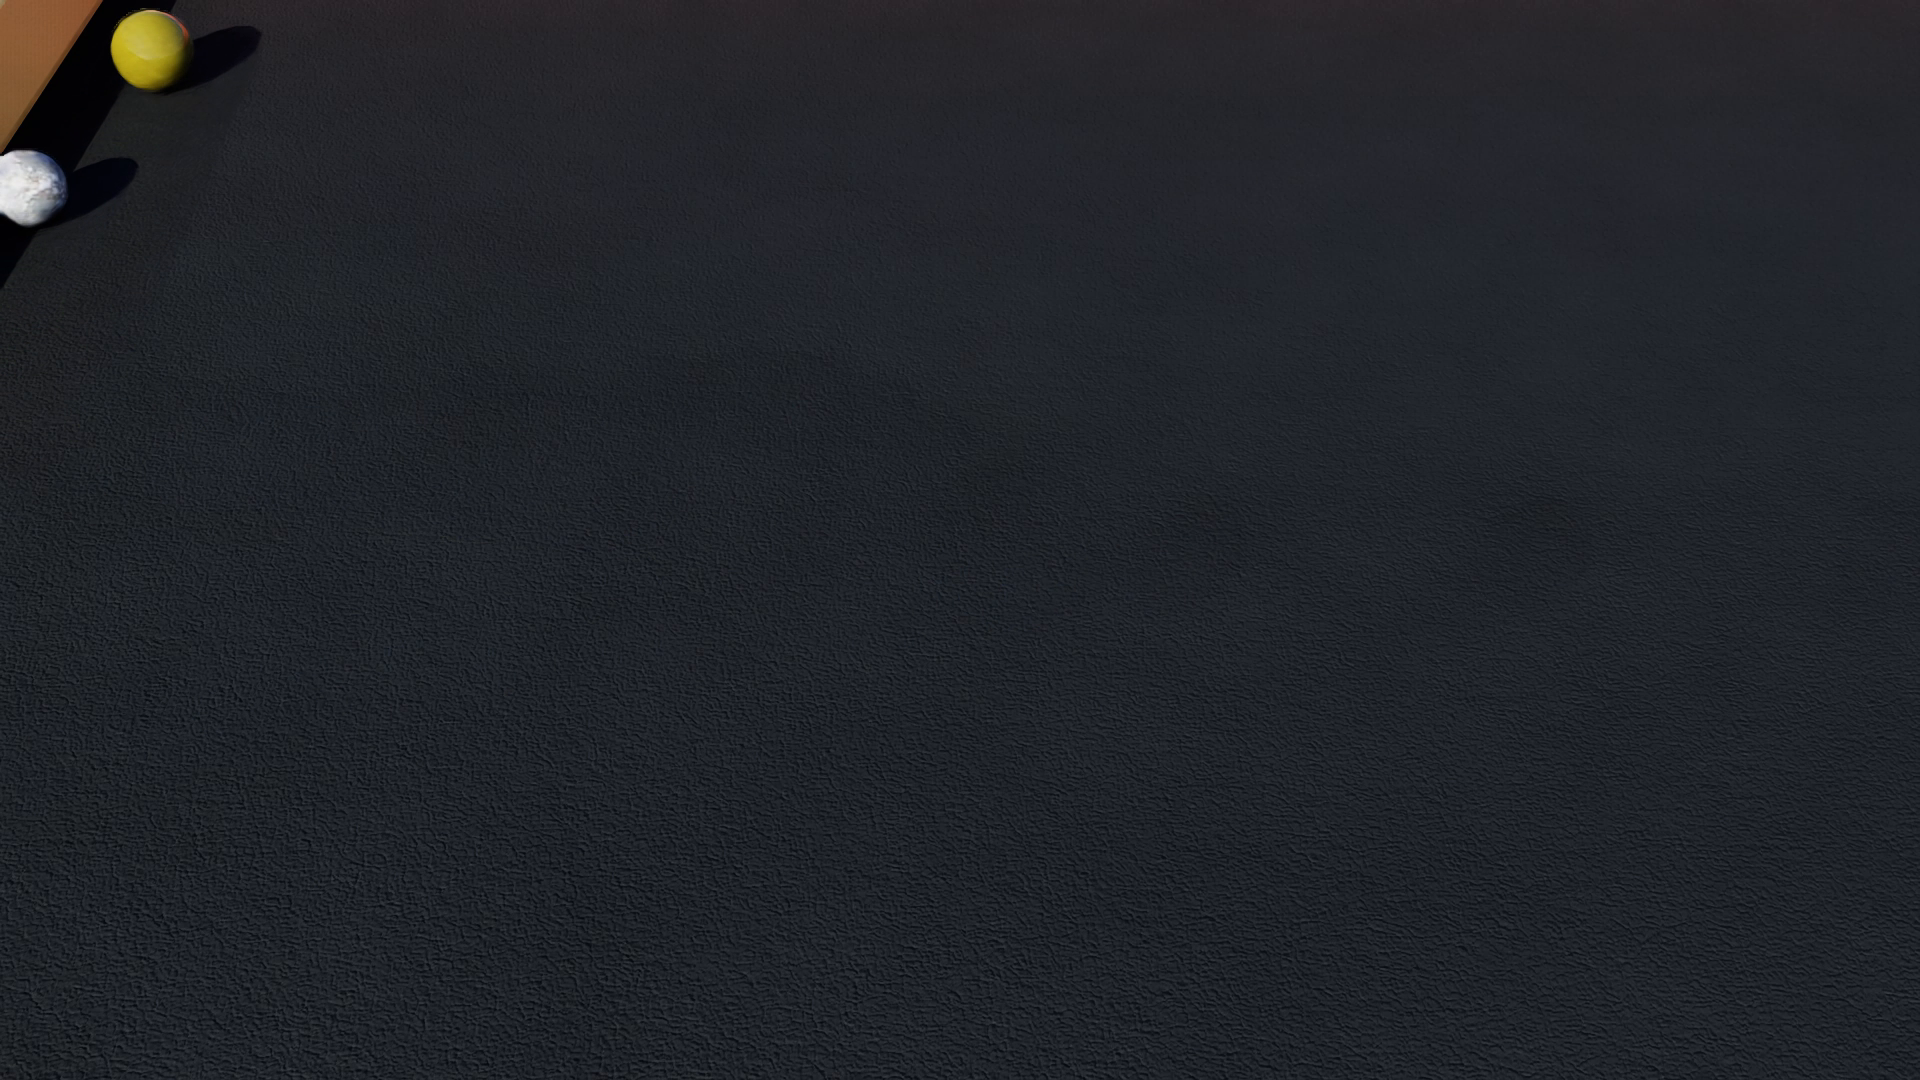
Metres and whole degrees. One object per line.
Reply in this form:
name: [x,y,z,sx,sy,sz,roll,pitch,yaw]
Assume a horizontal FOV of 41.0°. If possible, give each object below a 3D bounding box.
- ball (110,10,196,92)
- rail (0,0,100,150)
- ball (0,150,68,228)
ball: [-0.726,-0.440,2.307,0.072,0.072,0.072,0,36,0]
rail: [-0.819,-0.015,1.699,0.045,0.094,2.023,0,36,0]
ball: [-0.765,-0.288,2.104,0.064,0.064,0.064,0,36,0]
